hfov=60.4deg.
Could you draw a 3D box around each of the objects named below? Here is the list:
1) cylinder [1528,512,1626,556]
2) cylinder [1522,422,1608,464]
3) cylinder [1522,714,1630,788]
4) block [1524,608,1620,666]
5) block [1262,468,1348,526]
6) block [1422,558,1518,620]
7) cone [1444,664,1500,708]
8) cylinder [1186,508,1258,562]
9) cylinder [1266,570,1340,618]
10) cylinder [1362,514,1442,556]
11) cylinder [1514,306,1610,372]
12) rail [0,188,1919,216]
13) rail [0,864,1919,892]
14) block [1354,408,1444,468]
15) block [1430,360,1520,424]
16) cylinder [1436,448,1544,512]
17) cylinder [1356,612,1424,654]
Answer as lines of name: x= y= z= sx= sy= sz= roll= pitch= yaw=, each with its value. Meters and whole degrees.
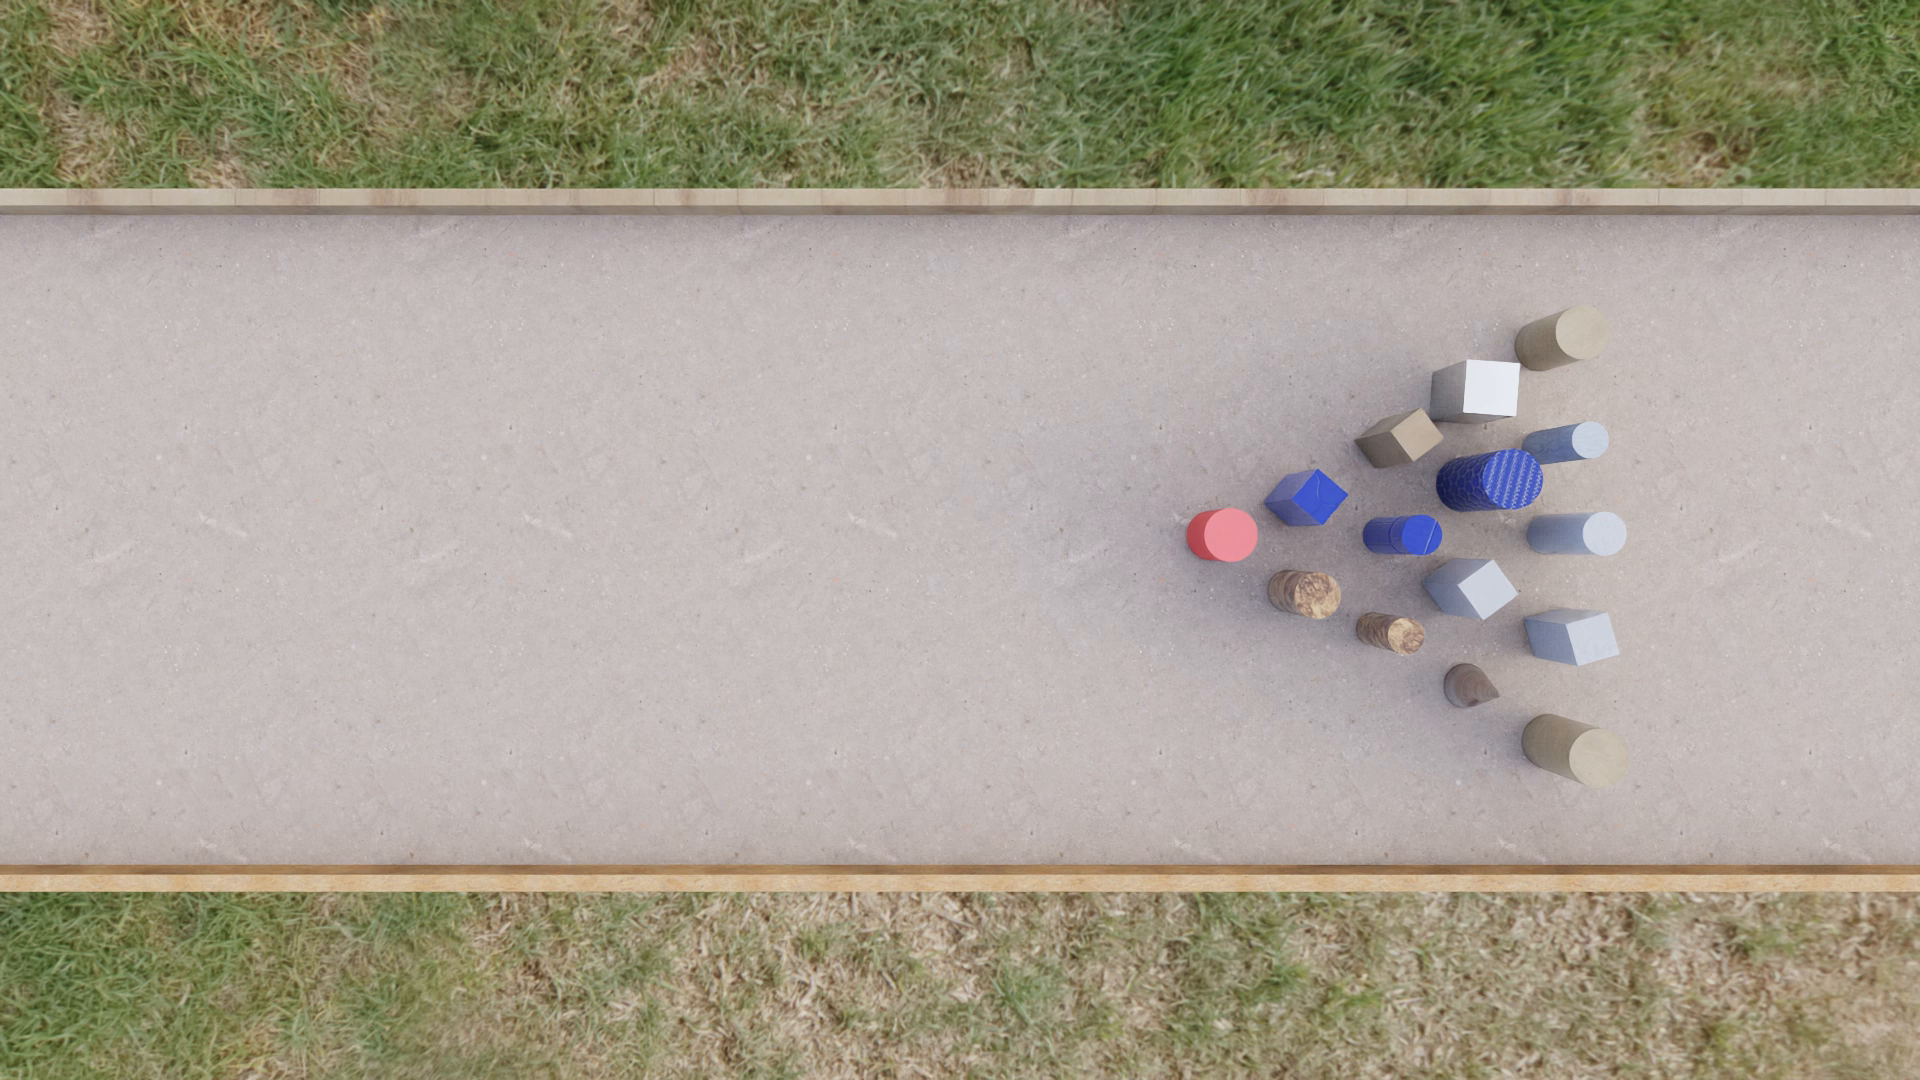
cylinder: x=1.807 y=-0.018 z=4.850 sx=0.124 sy=0.453 sz=0.124 roll=0 pitch=90 yaw=0
cylinder: x=1.782 y=-0.283 z=4.869 sx=0.105 sy=0.415 sz=0.105 roll=0 pitch=90 yaw=0
cylinder: x=1.813 y=0.620 z=4.877 sx=0.170 sy=0.398 sz=0.170 roll=0 pitch=90 yaw=0
block: x=1.811 y=0.284 z=4.898 sx=0.125 sy=0.356 sz=0.125 roll=-16 pitch=90 yaw=0
block: x=1.010 y=-0.121 z=4.852 sx=0.113 sy=0.450 sz=0.113 roll=40 pitch=90 yaw=0
block: x=1.507 y=0.142 z=4.891 sx=0.124 sy=0.372 sz=0.124 roll=-36 pitch=90 yaw=0
cone: x=1.557 y=0.449 z=4.909 sx=0.139 sy=0.335 sz=0.139 roll=0 pitch=90 yaw=0
cylinder: x=0.773 y=-0.014 z=4.889 sx=0.153 sy=0.374 sz=0.153 roll=0 pitch=90 yaw=0
cylinder: x=1.010 y=0.157 z=4.868 sx=0.131 sy=0.418 sz=0.131 roll=0 pitch=90 yaw=0
cylinder: x=1.296 y=-0.014 z=4.852 sx=0.115 sy=0.449 sz=0.115 roll=0 pitch=90 yaw=0
cylinder: x=1.784 y=-0.596 z=4.902 sx=0.155 sy=0.350 sz=0.155 roll=0 pitch=90 yaw=0
rail: x=-2.247 y=-1.025 z=5.002 sx=12.000 sy=0.150 sz=0.050 roll=0 pitch=90 yaw=0
rail: x=-2.247 y=1.025 z=5.001 sx=12.000 sy=0.150 sz=0.050 roll=0 pitch=90 yaw=0
block: x=1.288 y=-0.297 z=4.860 sx=0.109 sy=0.432 sz=0.109 roll=-37 pitch=90 yaw=0
block: x=1.524 y=-0.436 z=4.903 sx=0.152 sy=0.348 sz=0.152 roll=4 pitch=90 yaw=0
cylinder: x=1.550 y=-0.171 z=4.851 sx=0.171 sy=0.451 sz=0.171 roll=0 pitch=90 yaw=0
cylinder: x=1.271 y=0.274 z=4.887 sx=0.104 sy=0.379 sz=0.104 roll=0 pitch=90 yaw=0
